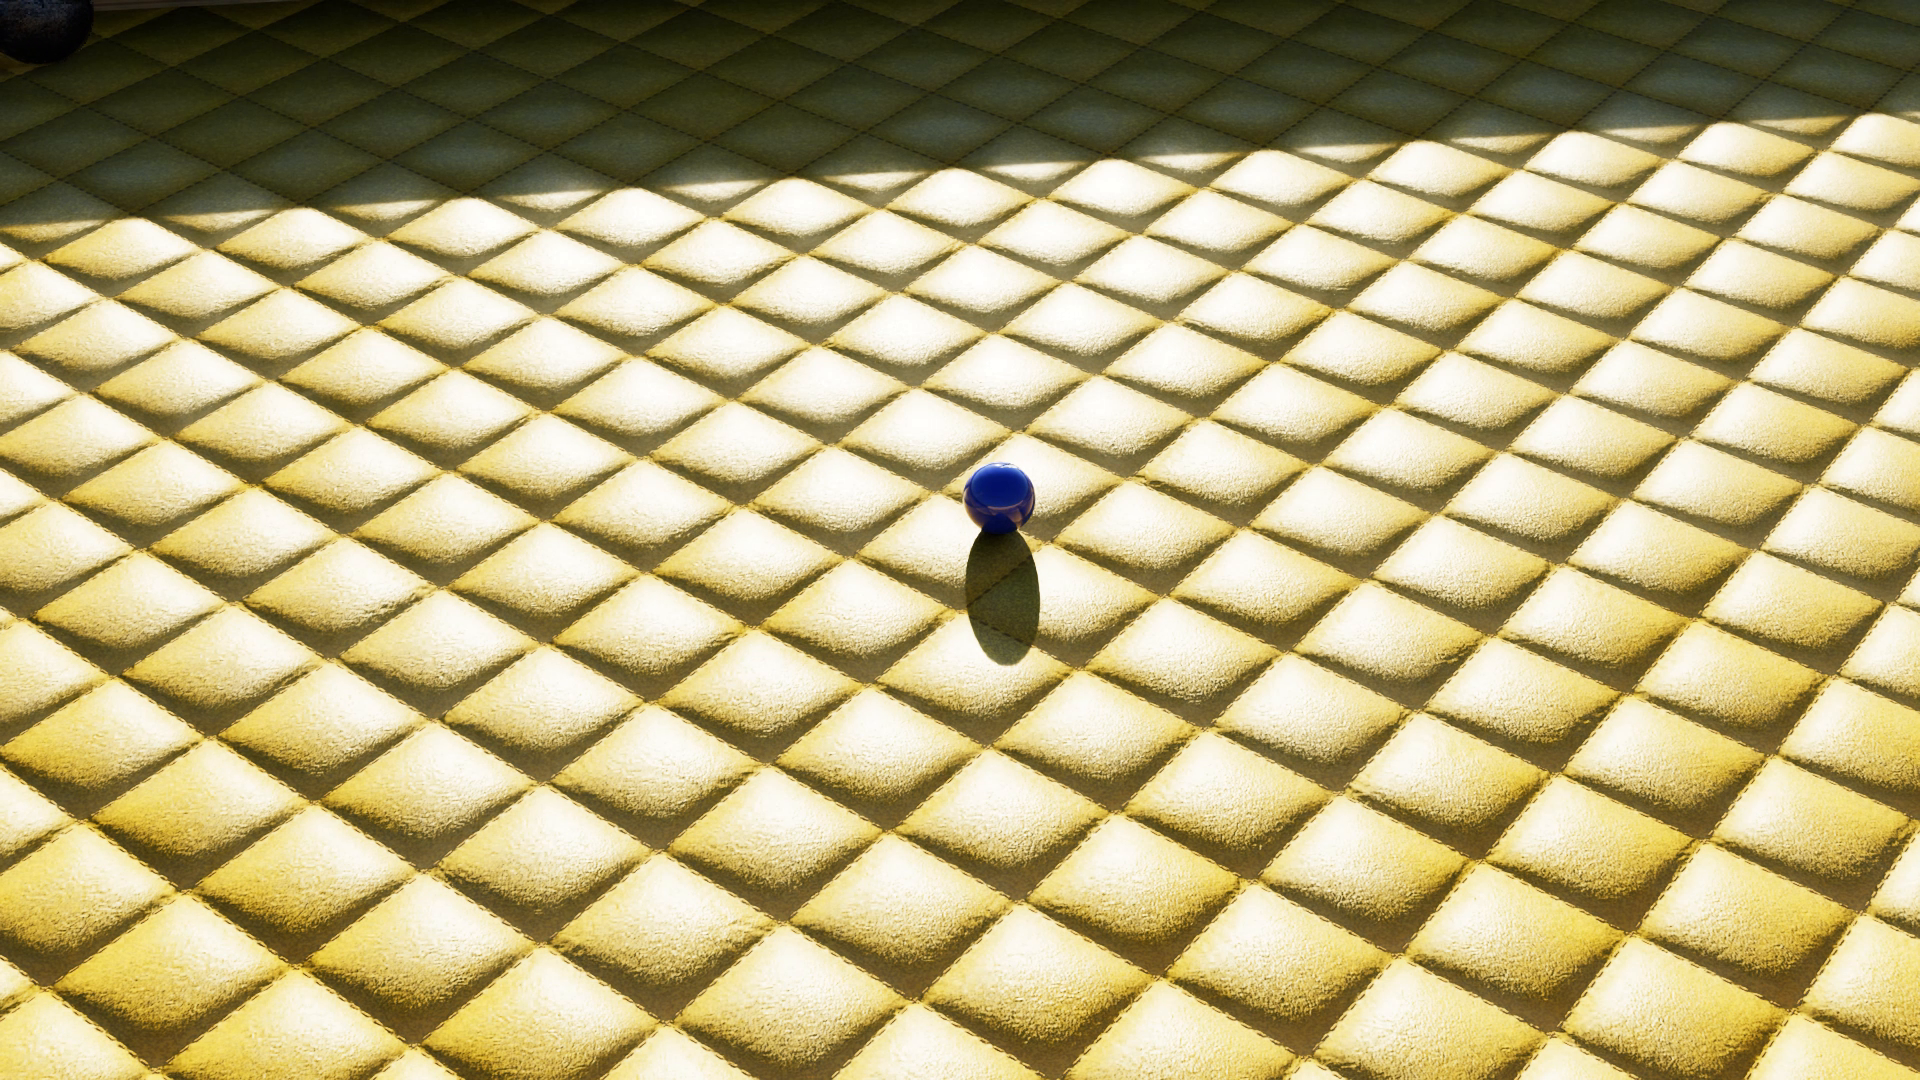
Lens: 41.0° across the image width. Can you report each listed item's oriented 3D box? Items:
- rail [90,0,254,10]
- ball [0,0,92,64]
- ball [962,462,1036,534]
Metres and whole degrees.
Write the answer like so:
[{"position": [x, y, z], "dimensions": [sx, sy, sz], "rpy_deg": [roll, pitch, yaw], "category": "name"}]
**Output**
[{"position": [0.758, -0.611, 2.329], "dimensions": [3.495, 0.126, 0.045], "rpy_deg": [-4, 37, -6], "category": "rail"}, {"position": [-0.768, -0.441, 2.130], "dimensions": [0.090, 0.090, 0.090], "rpy_deg": [0, 37, 0], "category": "ball"}, {"position": [0.025, -0.026, 1.608], "dimensions": [0.046, 0.046, 0.046], "rpy_deg": [0, 37, 0], "category": "ball"}]
